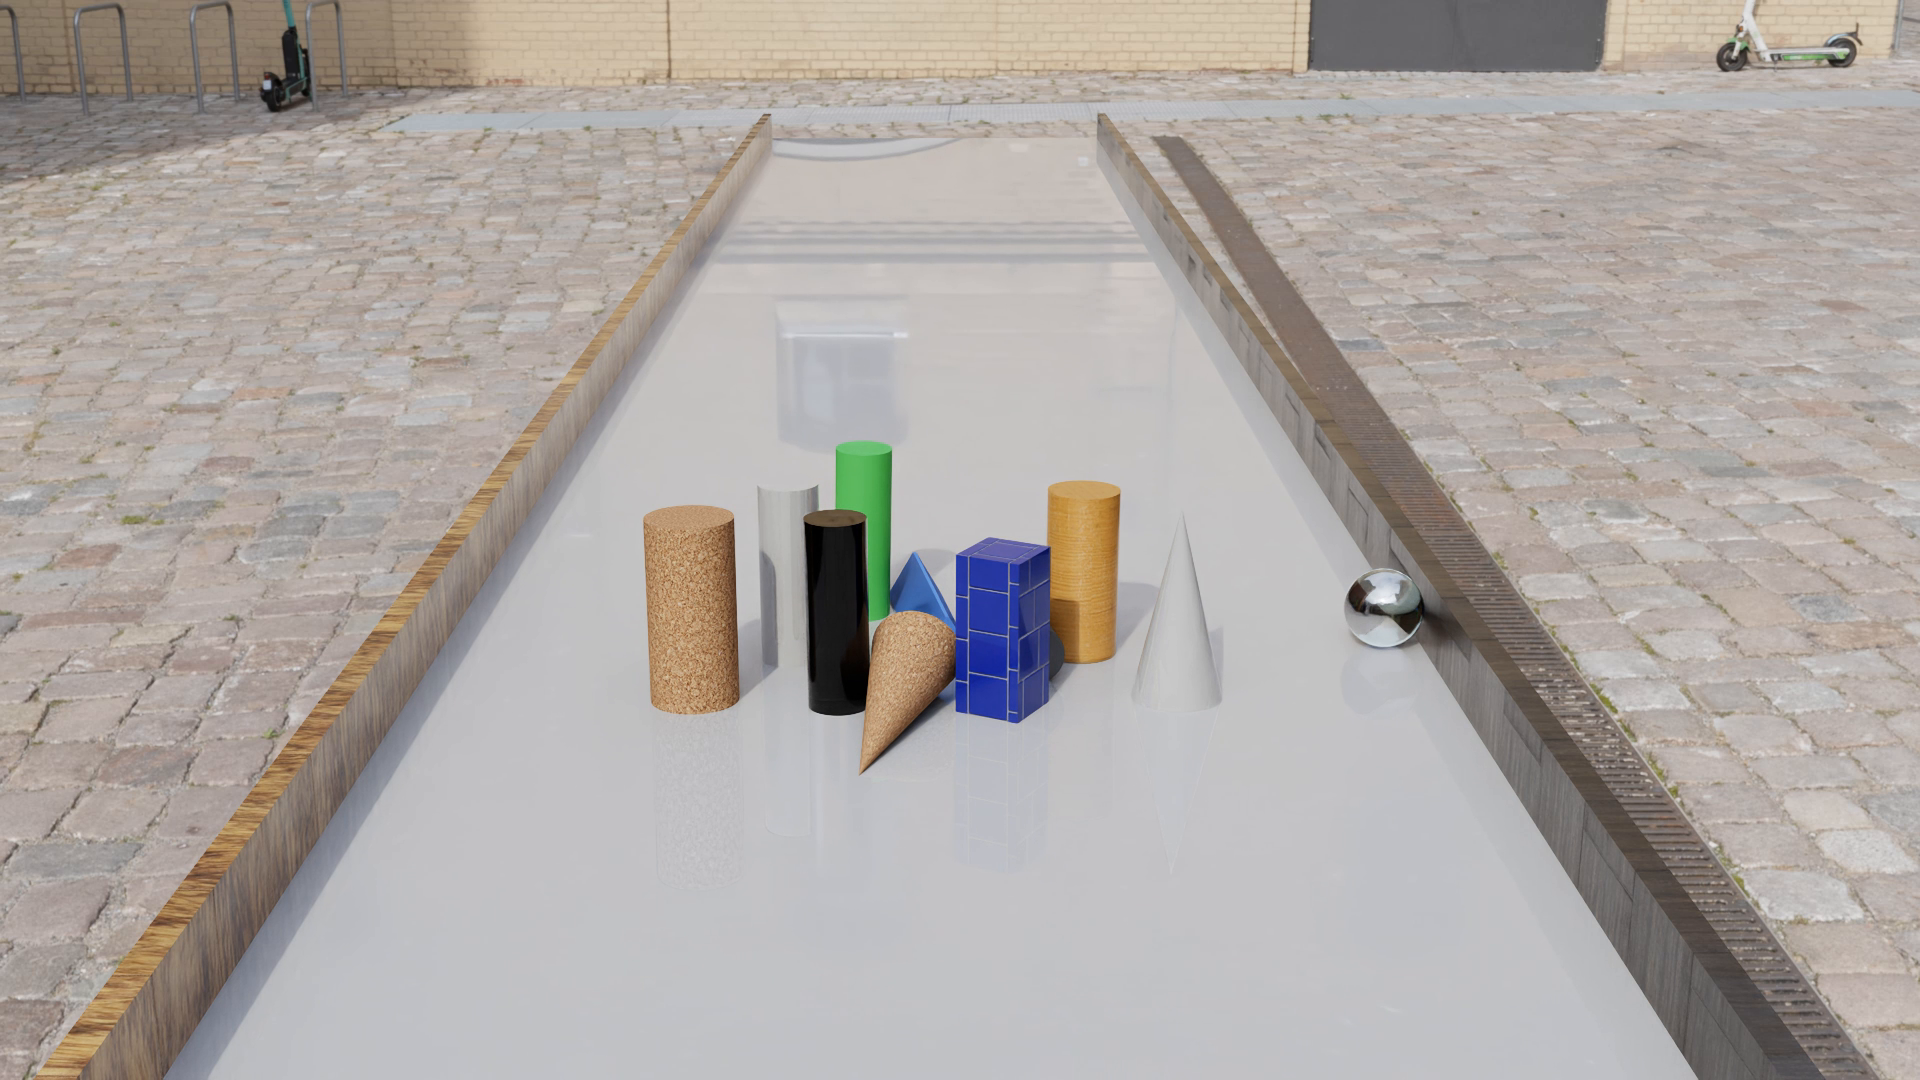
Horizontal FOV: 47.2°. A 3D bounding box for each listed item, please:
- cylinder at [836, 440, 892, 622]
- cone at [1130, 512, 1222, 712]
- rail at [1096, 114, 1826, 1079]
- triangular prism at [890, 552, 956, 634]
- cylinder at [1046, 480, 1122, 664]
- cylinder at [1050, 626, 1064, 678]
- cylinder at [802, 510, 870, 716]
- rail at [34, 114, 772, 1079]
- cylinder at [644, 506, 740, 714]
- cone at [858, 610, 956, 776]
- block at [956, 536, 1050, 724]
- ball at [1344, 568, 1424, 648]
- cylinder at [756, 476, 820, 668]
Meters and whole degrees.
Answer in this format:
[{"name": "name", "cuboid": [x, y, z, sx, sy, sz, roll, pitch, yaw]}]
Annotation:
[{"name": "cylinder", "cuboid": [-0.205, -0.019, 4.646, 0.118, 0.363, 0.118, 1, 17, 0]}, {"name": "cone", "cuboid": [0.415, 0.120, 4.166, 0.177, 0.375, 0.177, 0, 17, 0]}, {"name": "rail", "cuboid": [0.932, -0.844, 7.801, 0.050, 0.150, 12.000, 0, 17, -1]}, {"name": "triangular prism", "cuboid": [-0.063, 0.136, 4.589, 0.113, 0.098, 0.450, -2, 17, -9]}, {"name": "cylinder", "cuboid": [0.245, 0.063, 4.416, 0.146, 0.340, 0.146, 1, 16, 0]}, {"name": "cylinder", "cuboid": [0.116, 0.178, 4.428, 0.114, 0.114, 0.338, -3, 17, -11]}, {"name": "cylinder", "cuboid": [-0.230, 0.136, 4.123, 0.118, 0.369, 0.118, 0, 17, 0]}, {"name": "rail", "cuboid": [-1.118, -0.838, 7.780, 0.050, 0.150, 12.000, 0, 17, -1]}, {"name": "cylinder", "cuboid": [-0.506, 0.131, 4.154, 0.169, 0.361, 0.169, 0, 17, 0]}, {"name": "cone", "cuboid": [-0.129, 0.313, 4.022, 0.178, 0.178, 0.425, 4, 29, 13]}, {"name": "block", "cuboid": [0.081, 0.168, 4.121, 0.131, 0.309, 0.131, 9, 19, 27]}, {"name": "ball", "cuboid": [0.863, 0.138, 4.479, 0.161, 0.161, 0.161, 0, 17, 0]}, {"name": "cylinder", "cuboid": [-0.339, 0.063, 4.377, 0.122, 0.364, 0.122, 0, 17, 0]}]
